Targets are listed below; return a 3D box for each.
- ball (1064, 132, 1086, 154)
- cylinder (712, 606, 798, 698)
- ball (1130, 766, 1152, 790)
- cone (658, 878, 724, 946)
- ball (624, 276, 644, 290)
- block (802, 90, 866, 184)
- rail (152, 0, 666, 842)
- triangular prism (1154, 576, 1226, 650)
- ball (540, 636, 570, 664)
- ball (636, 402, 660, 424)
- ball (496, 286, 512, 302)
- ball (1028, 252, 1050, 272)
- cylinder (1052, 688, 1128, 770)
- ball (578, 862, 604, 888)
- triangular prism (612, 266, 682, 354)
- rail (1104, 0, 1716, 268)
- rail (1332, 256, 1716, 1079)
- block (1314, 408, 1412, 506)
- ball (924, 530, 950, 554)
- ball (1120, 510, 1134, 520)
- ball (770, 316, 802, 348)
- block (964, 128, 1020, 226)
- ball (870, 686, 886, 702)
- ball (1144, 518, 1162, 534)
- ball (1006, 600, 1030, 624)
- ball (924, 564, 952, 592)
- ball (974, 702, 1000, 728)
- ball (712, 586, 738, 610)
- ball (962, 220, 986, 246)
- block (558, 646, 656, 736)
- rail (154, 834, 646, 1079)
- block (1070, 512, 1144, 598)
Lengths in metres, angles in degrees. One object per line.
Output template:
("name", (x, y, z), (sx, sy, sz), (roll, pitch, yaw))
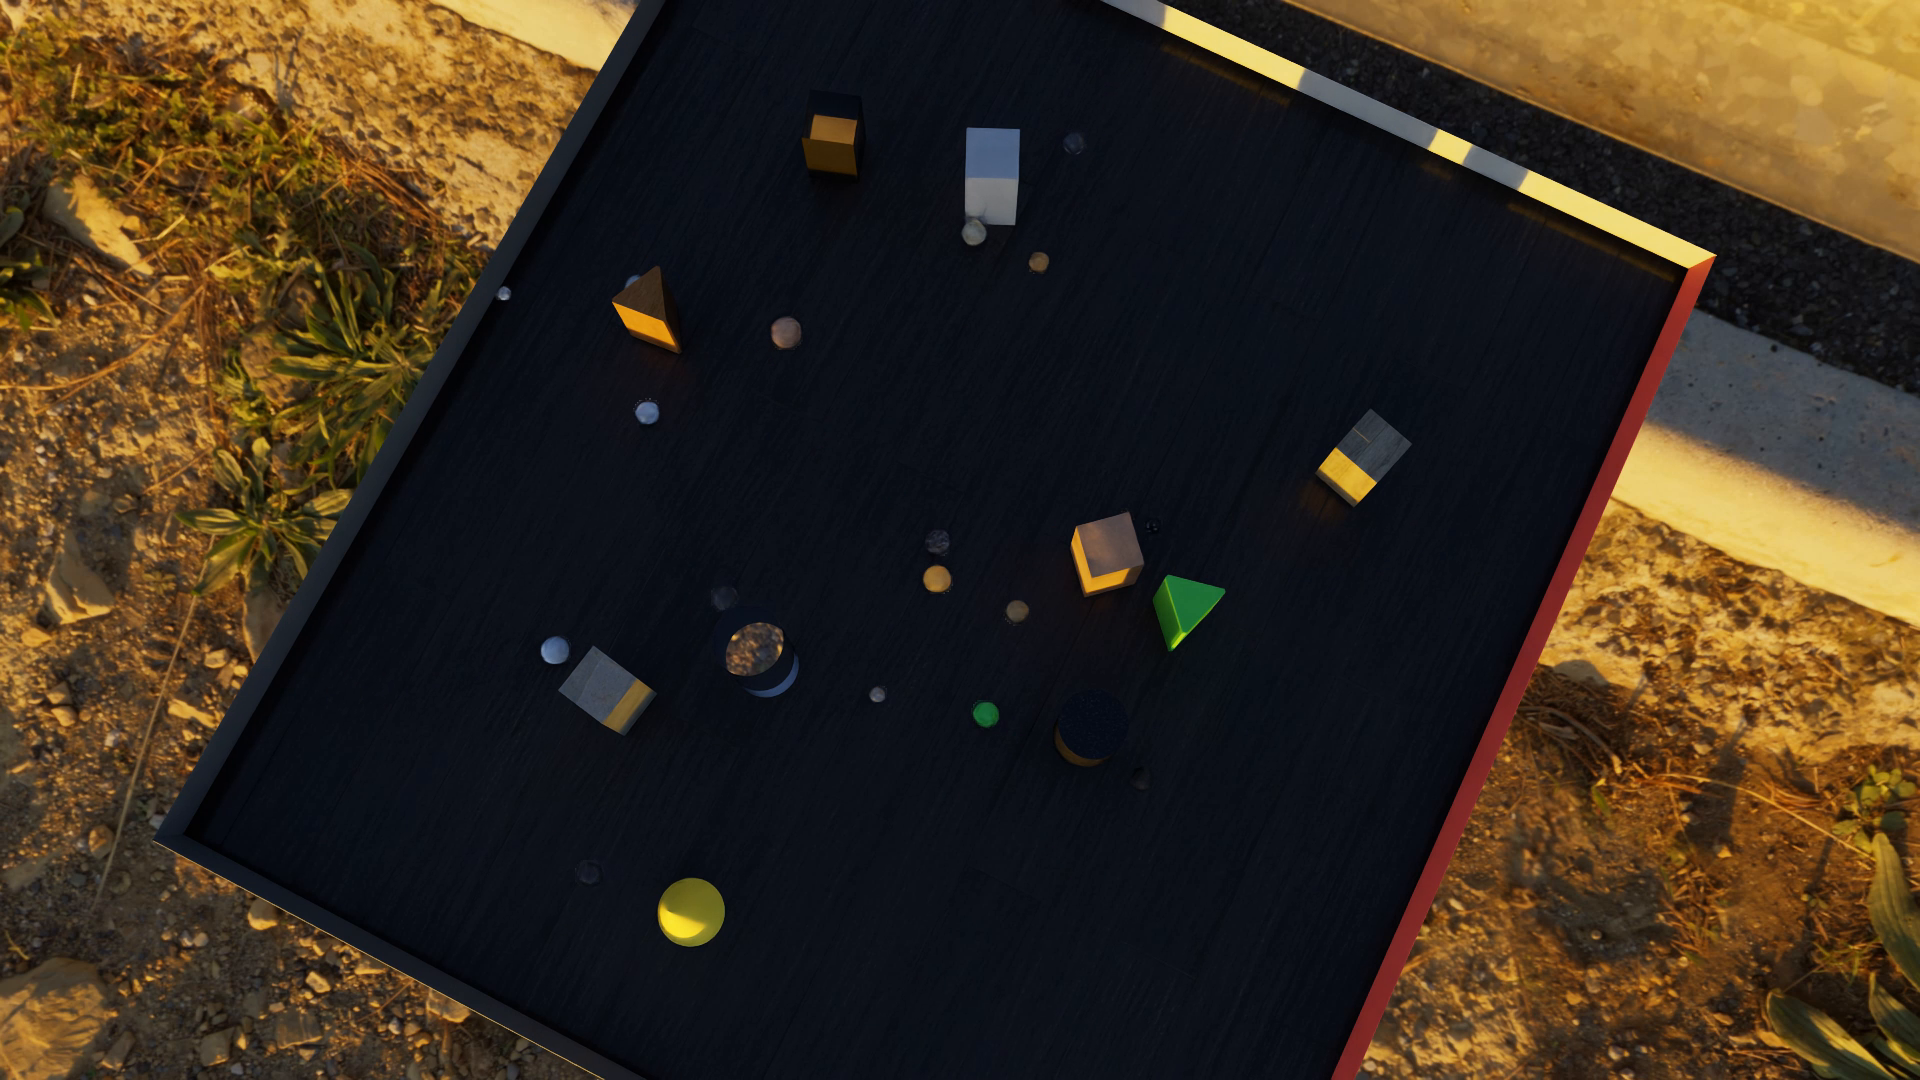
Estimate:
("ball", (0.364, -1.266, 5.843), (0.071, 0.071, 0.071), (0, 78, 0))
("cylinder", (-0.586, 0.327, 5.297), (0.199, 0.493, 0.199), (0, 78, 0))
("ball", (0.538, 0.707, 5.436), (0.067, 0.067, 0.067), (0, 78, 0))
("cone", (-0.791, 1.051, 5.180), (0.199, 0.430, 0.199), (0, 78, 0))
("ball", (-1.002, -0.782, 5.731), (0.092, 0.092, 0.092), (0, 78, 0))
("block", (-0.391, -1.257, 5.723), (0.159, 0.302, 0.159), (8, 78, 2))
("rail", (-1.493, -0.724, 5.700), (0.045, 0.129, 3.693), (26, 80, 5))
("triangular prism", (0.642, 0.190, 5.390), (0.149, 0.367, 0.172), (44, 82, 8))
("ball", (-1.216, 0.332, 5.505), (0.085, 0.085, 0.085), (0, 78, 0))
("ball", (-0.965, -0.392, 5.660), (0.074, 0.074, 0.074), (0, 78, 0))
("ball", (-1.434, -0.774, 5.752), (0.049, 0.049, 0.049), (0, 78, 0))
("ball", (0.249, -0.874, 5.765), (0.065, 0.065, 0.065), (0, 78, 0))
("cylinder", (0.376, 0.553, 5.327), (0.199, 0.344, 0.199), (0, 78, 0))
("ball", (-1.082, 0.979, 5.366), (0.076, 0.076, 0.076), (0, 78, 0))
("triangular prism", (-0.926, -0.716, 5.601), (0.172, 0.321, 0.149), (21, 79, 4))
("rail", (0.815, -1.590, 5.879), (3.386, 0.129, 0.045), (26, 80, 5))
("rail", (1.493, 0.738, 5.397), (0.045, 0.129, 3.693), (26, 80, 5))
("block", (1.207, -0.243, 5.502), (0.159, 0.322, 0.159), (42, 81, 8))
("ball", (-0.068, 0.006, 5.576), (0.078, 0.078, 0.078), (0, 78, 0))
("ball", (0.510, -0.070, 5.608), (0.045, 0.045, 0.045), (0, 78, 0))
("ball", (-0.541, -0.646, 5.700), (0.099, 0.099, 0.099), (0, 78, 0))
("block", (0.098, -1.118, 5.659), (0.159, 0.371, 0.159), (2, 78, 0))
("ball", (-0.247, 0.465, 5.496), (0.048, 0.048, 0.048), (0, 78, 0))
("ball", (0.590, -0.043, 5.599), (0.053, 0.053, 0.053), (0, 78, 0))
("ball", (0.173, 0.216, 5.535), (0.071, 0.071, 0.071), (0, 78, 0))
("ball", (-0.069, 0.118, 5.549), (0.085, 0.085, 0.085), (0, 78, 0))
("ball", (0.079, 0.521, 5.469), (0.078, 0.078, 0.078), (0, 78, 0))
("ball", (-0.709, 0.175, 5.541), (0.078, 0.078, 0.078), (0, 78, 0))
("ball", (0.044, -0.968, 5.777), (0.078, 0.078, 0.078), (0, 78, 0))
("block", (-1.023, 0.443, 5.345), (0.159, 0.352, 0.159), (36, 81, 7))
("rail", (-0.815, 1.603, 5.218), (3.386, 0.129, 0.045), (26, 80, 5))
("block", (0.434, 0.047, 5.442), (0.159, 0.324, 0.159), (-15, 79, -3))
